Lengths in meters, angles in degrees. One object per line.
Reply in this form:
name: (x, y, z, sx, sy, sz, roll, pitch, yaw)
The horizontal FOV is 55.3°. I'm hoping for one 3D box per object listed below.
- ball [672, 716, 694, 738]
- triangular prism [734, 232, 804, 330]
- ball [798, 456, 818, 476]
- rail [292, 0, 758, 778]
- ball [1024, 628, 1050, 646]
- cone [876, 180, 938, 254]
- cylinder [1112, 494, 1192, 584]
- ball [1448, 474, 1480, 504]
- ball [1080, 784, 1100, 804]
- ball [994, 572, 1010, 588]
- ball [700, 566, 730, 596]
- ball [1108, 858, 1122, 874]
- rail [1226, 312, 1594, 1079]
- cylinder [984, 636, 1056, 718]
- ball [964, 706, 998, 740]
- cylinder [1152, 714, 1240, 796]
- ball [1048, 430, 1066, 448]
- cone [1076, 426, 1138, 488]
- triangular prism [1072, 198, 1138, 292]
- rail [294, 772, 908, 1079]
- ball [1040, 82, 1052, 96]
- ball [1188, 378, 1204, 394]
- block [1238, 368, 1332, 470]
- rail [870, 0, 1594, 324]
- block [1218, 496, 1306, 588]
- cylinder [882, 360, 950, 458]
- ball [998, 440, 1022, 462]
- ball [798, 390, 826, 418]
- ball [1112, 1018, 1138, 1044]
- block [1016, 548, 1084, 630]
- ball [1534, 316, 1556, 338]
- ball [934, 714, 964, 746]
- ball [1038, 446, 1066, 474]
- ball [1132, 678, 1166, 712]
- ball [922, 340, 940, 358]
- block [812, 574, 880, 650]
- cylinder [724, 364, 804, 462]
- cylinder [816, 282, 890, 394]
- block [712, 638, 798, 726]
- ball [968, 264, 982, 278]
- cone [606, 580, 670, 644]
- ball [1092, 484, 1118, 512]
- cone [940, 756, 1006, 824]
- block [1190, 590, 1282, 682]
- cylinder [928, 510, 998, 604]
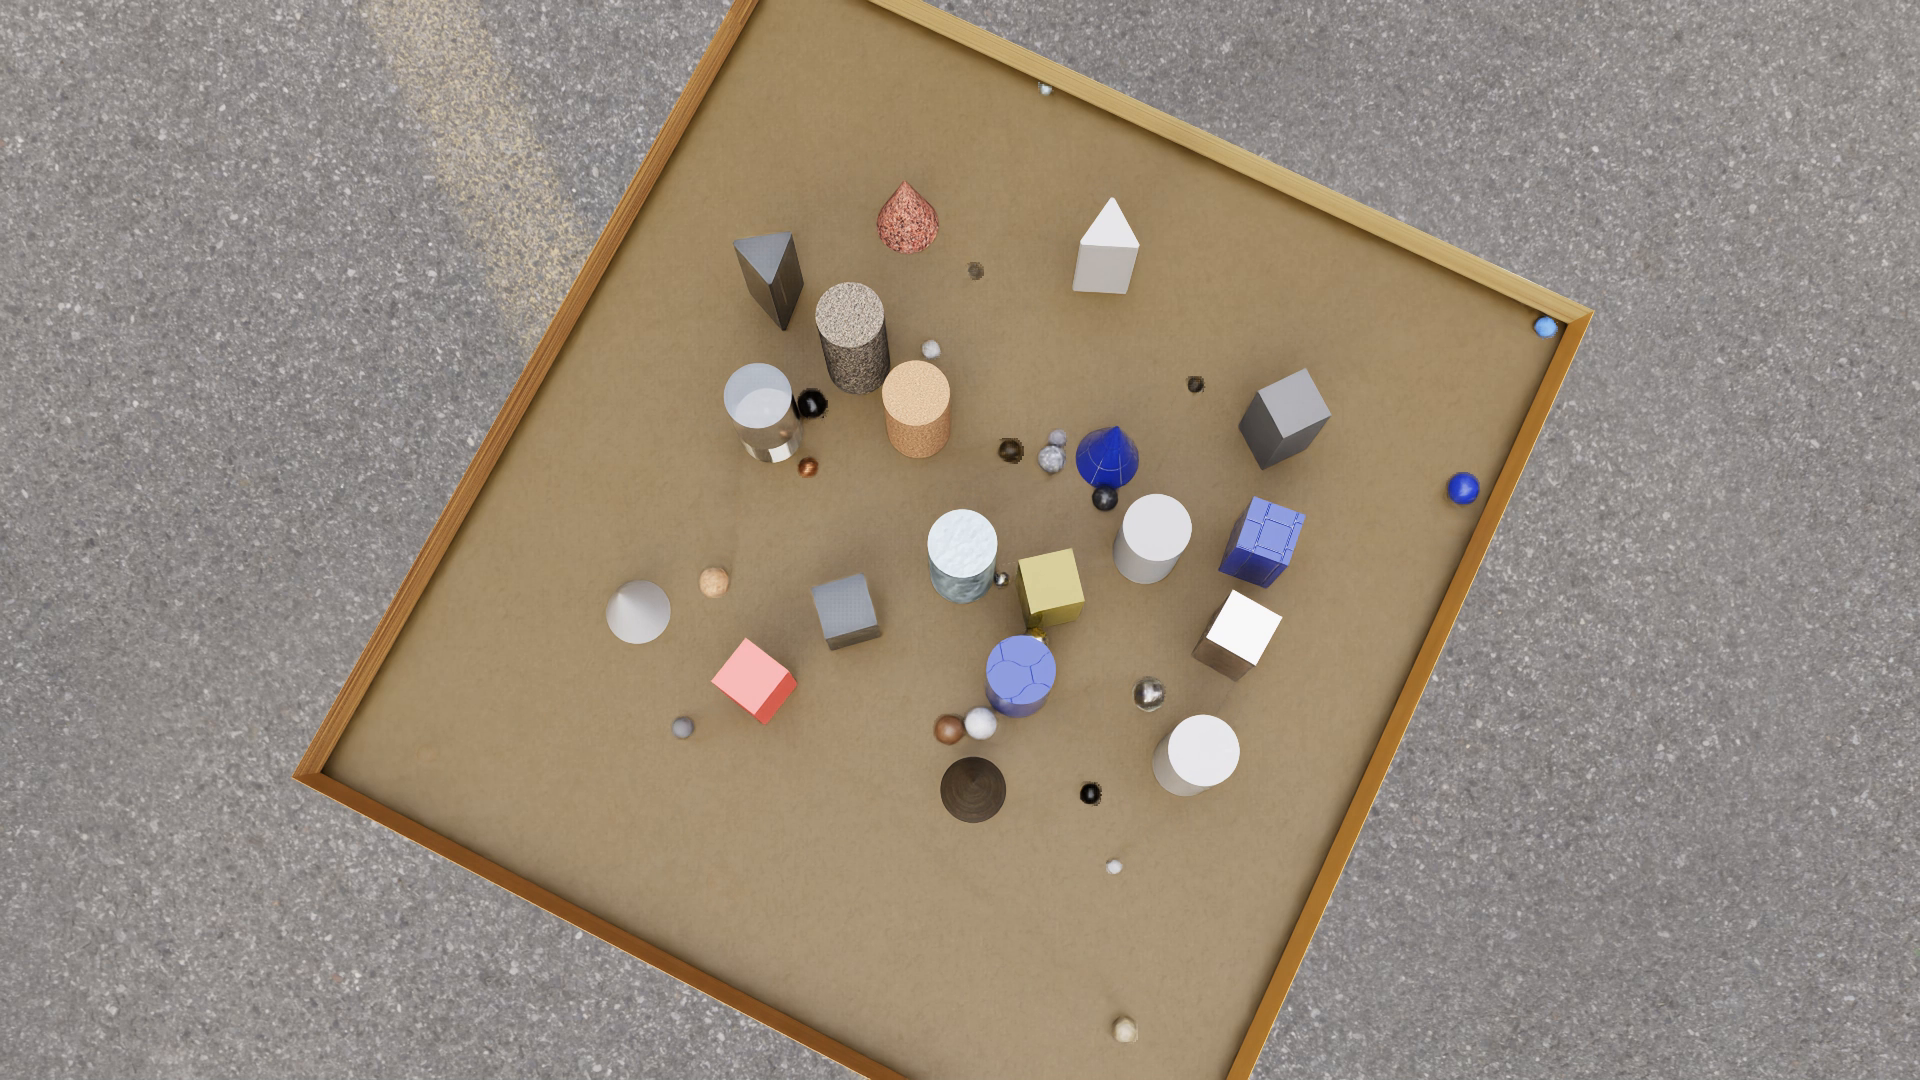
ball: (-0.825, 0.560, 5.468, 0.065, 0.065, 0.065, 0, 78, 0)
triangular prism: (-0.551, -0.810, 5.562, 0.148, 0.435, 0.171, -40, 81, -8)
ball: (-0.466, -0.226, 5.633, 0.060, 0.060, 0.060, 0, 78, 0)
rail: (-1.254, -0.607, 5.676, 0.045, 0.128, 3.022, 26, 80, 5)
ball: (0.227, 0.305, 5.512, 0.082, 0.082, 0.082, 0, 78, 0)
cone: (-0.166, -1.040, 5.650, 0.197, 0.356, 0.197, 0, 78, 0)
cylinder: (0.565, 0.001, 5.430, 0.197, 0.365, 0.197, 0, 78, 0)
ball: (1.538, -0.154, 5.601, 0.094, 0.094, 0.094, 0, 78, 0)
ball: (0.386, 0.752, 5.429, 0.062, 0.062, 0.062, 0, 78, 0)
ball: (0.127, 0.119, 5.567, 0.049, 0.049, 0.049, 0, 78, 0)
ball: (-0.744, 0.127, 5.544, 0.090, 0.090, 0.090, 0, 78, 0)
ball: (0.456, 0.961, 5.396, 0.042, 0.042, 0.042, 0, 78, 0)
rail: (1.254, 0.621, 5.422, 0.045, 0.128, 3.022, 26, 80, 5)
cylinder: (0.173, 0.402, 5.352, 0.197, 0.355, 0.197, 0, 78, 0)
ball: (0.063, 0.546, 5.454, 0.098, 0.098, 0.098, 0, 78, 0)
cylinder: (0.673, 0.624, 5.267, 0.197, 0.431, 0.197, 0, 78, 0)
ball: (0.298, -0.311, 5.653, 0.056, 0.056, 0.056, 0, 78, 0)
cone: (0.456, -0.291, 5.479, 0.197, 0.387, 0.197, 0, 78, 0)
triangular prism: (0.445, -0.898, 5.595, 0.171, 0.406, 0.148, 4, 78, 1)
rail: (-0.665, 1.309, 5.279, 2.852, 0.128, 0.045, 26, 80, 5)
ball: (0.277, -1.452, 5.896, 0.041, 0.041, 0.041, 0, 78, 0)
ball: (0.732, -0.481, 5.691, 0.049, 0.049, 0.049, 0, 78, 0)
block: (0.968, -0.357, 5.492, 0.158, 0.388, 0.158, -26, 79, -5)
rail: (0.665, -1.296, 5.818, 2.852, 0.128, 0.045, 26, 80, 5)
block: (0.890, 0.012, 5.424, 0.158, 0.373, 0.158, 20, 79, 4)
cylinder: (-0.128, -0.388, 5.502, 0.197, 0.381, 0.197, 0, 78, 0)
ball: (0.154, -0.273, 5.637, 0.071, 0.071, 0.071, 0, 78, 0)
ball: (-0.456, -0.418, 5.658, 0.088, 0.088, 0.088, 0, 78, 0)
ball: (0.475, 1.414, 5.287, 0.072, 0.072, 0.072, 0, 78, 0)
block: (0.262, 0.150, 5.411, 0.158, 0.341, 0.158, -12, 79, -3)
ball: (1.828, -0.665, 5.722, 0.063, 0.063, 0.063, 0, 78, 0)
ball: (-0.031, 0.566, 5.454, 0.090, 0.090, 0.090, 0, 78, 0)
ball: (0.281, -0.248, 5.624, 0.085, 0.085, 0.085, 0, 78, 0)
ball: (0.563, 0.462, 5.471, 0.098, 0.098, 0.098, 0, 78, 0)
ball: (-0.091, -0.595, 5.711, 0.055, 0.055, 0.055, 0, 78, 0)
block: (-0.336, 0.216, 5.448, 0.158, 0.242, 0.158, -16, 79, -3)
cylinder: (-0.584, -0.376, 5.488, 0.197, 0.404, 0.197, 0, 78, 0)
cylinder: (-0.316, -0.598, 5.494, 0.197, 0.482, 0.197, 0, 78, 0)
block: (-0.600, 0.419, 5.377, 0.158, 0.299, 0.158, 37, 81, 7)
ball: (0.049, -0.848, 5.771, 0.042, 0.042, 0.042, 0, 78, 0)
cone: (-0.978, 0.186, 5.414, 0.197, 0.321, 0.197, 0, 78, 0)
ball: (0.444, -0.128, 5.601, 0.082, 0.082, 0.082, 0, 78, 0)
cone: (0.039, 0.713, 5.310, 0.197, 0.311, 0.197, 0, 78, 0)
block: (0.805, 0.285, 5.367, 0.158, 0.373, 0.158, 30, 80, 6)
cylinder: (0.007, 0.054, 5.383, 0.197, 0.435, 0.197, 0, 78, 0)
